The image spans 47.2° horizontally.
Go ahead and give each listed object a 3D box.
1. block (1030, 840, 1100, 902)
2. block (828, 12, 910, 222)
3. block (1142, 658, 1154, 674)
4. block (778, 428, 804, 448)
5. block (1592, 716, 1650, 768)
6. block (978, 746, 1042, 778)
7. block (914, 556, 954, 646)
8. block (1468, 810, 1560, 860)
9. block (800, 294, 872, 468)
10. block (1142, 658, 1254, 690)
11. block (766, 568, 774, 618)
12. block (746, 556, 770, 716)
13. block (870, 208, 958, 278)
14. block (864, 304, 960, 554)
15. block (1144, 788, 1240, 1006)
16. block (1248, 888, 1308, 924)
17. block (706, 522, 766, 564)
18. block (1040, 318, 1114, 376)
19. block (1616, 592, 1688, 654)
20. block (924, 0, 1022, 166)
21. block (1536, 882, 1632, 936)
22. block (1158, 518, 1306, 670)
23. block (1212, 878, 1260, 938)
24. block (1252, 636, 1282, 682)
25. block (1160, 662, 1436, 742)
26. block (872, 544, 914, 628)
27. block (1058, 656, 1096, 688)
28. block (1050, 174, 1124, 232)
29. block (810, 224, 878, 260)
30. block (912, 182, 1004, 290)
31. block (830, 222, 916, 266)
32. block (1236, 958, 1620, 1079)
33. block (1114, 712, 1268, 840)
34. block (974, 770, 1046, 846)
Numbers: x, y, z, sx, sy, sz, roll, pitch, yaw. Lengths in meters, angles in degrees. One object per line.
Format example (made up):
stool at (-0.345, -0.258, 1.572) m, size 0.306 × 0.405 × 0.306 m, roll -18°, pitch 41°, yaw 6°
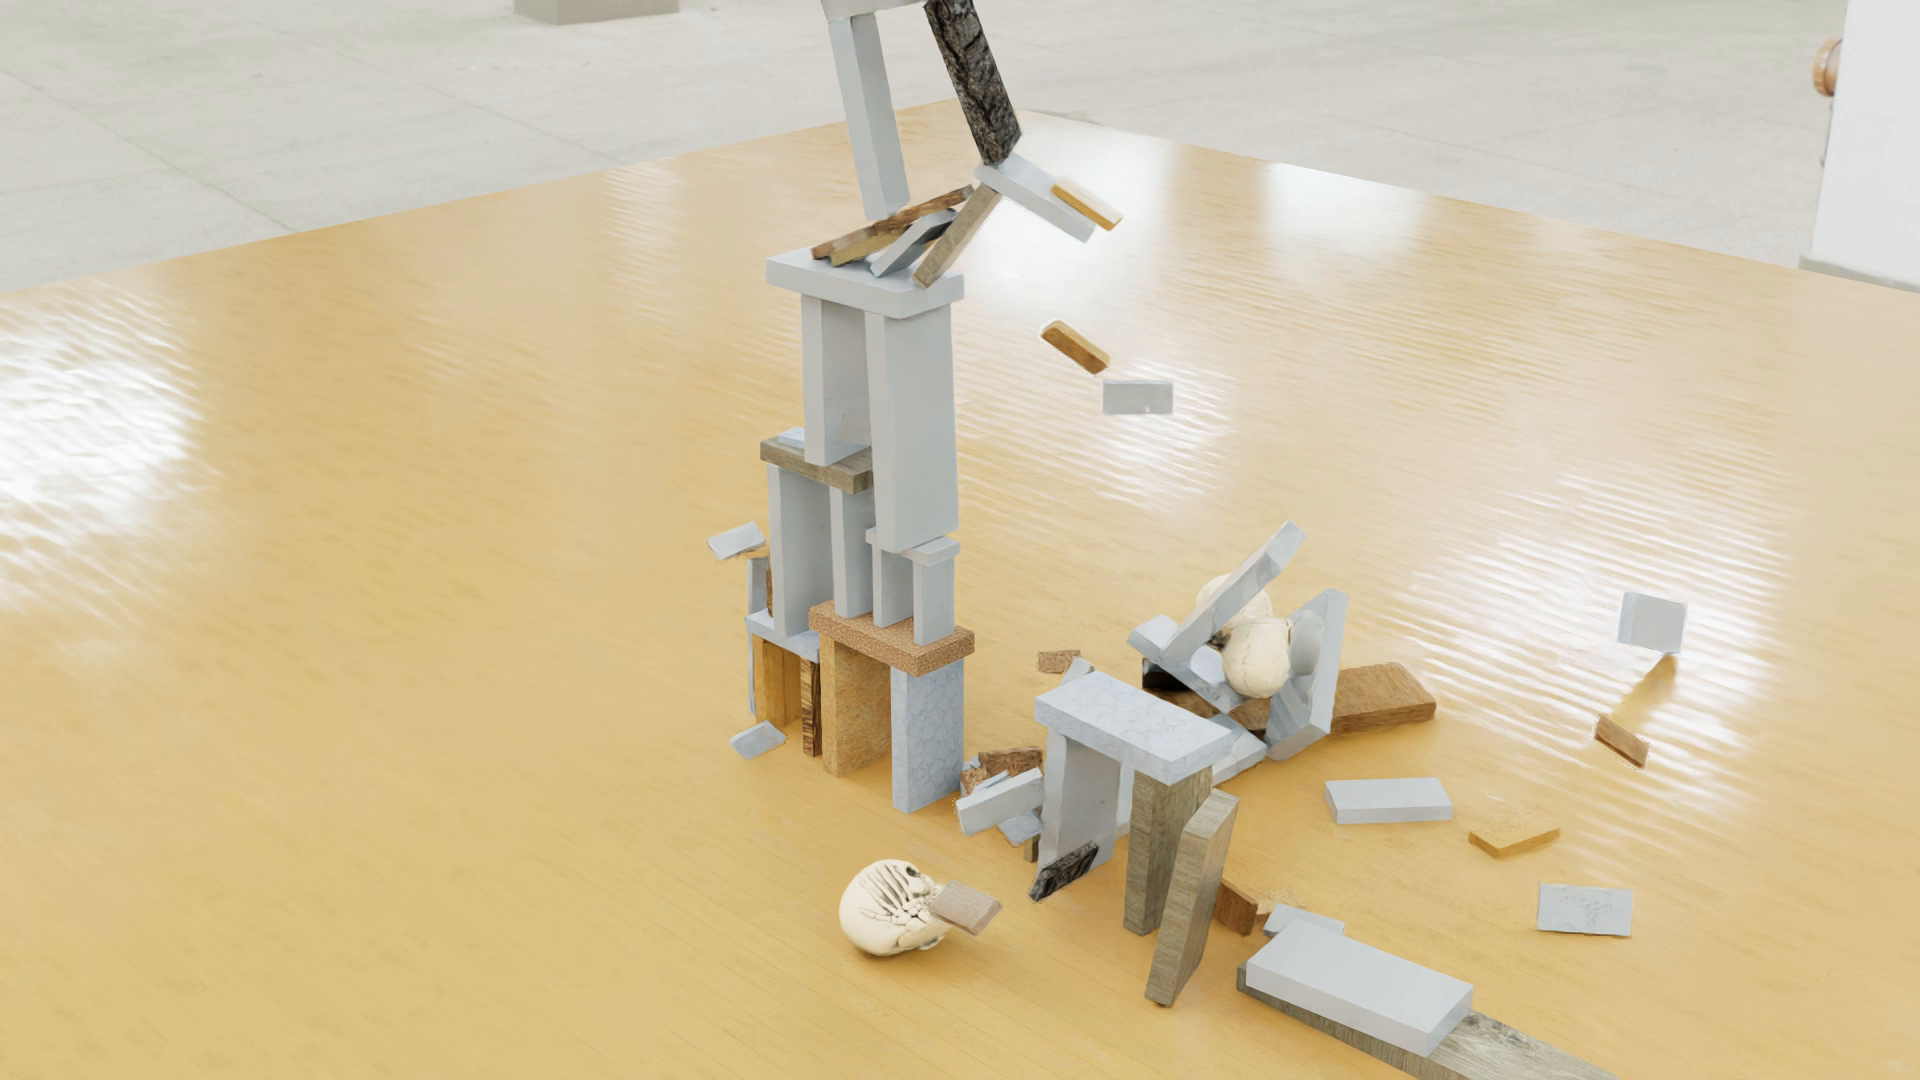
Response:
block at (0.191, 0.605, 4.018) m, size 0.142 × 0.071 × 0.020 m, roll -23°, pitch 56°, yaw -43°
block at (-0.165, -0.784, 4.044) m, size 0.042 × 0.366 × 0.149 m, roll -5°, pitch 20°, yaw 18°
block at (0.429, 0.247, 4.804) m, size 0.013 × 0.046 × 0.093 m, roll 31°, pitch 50°, yaw 14°
block at (-0.307, -0.203, 4.467) m, size 0.116 × 0.016 × 0.058 m, roll 16°, pitch 27°, yaw 33°
block at (1.178, 0.360, 3.915) m, size 0.104 × 0.013 × 0.046 m, roll 33°, pitch 52°, yaw -5°
block at (0.104, 0.467, 4.575) m, size 0.131 × 0.066 × 0.019 m, roll -5°, pitch 24°, yaw -12°
block at (-0.051, 0.113, 4.334) m, size 0.025 × 0.176 × 0.088 m, roll 21°, pitch 31°, yaw 40°
block at (1.098, 0.583, 4.357) m, size 0.165 × 0.023 × 0.082 m, roll -13°, pitch 26°, yaw -27°
block at (-0.236, -0.342, 4.359) m, size 0.050 × 0.356 × 0.178 m, roll 15°, pitch 27°, yaw 32°
block at (0.530, 0.302, 4.910) m, size 0.246 × 0.034 × 0.119 m, roll 2°, pitch -22°, yaw 6°
block at (-0.387, 0.107, 4.700) m, size 0.054 × 0.108 × 0.015 m, roll -21°, pitch 31°, yaw -41°
block at (-0.436, 0.207, 4.797) m, size 0.015 × 0.370 × 0.054 m, roll 22°, pitch 31°, yaw 40°
block at (-0.084, -0.553, 4.090) m, size 0.089 × 0.025 × 0.178 m, roll -25°, pitch -8°, yaw -44°
block at (-0.089, -0.225, 4.231) m, size 0.050 × 0.474 × 0.178 m, roll 17°, pitch 28°, yaw 41°
block at (0.405, 0.624, 3.836) m, size 0.049 × 0.343 × 0.171 m, roll 18°, pitch 25°, yaw 19°
block at (0.574, 0.686, 4.118) m, size 0.135 × 0.019 × 0.067 m, roll -7°, pitch 24°, yaw -16°
block at (-0.485, 0.005, 4.761) m, size 0.116 × 0.016 × 0.058 m, roll -23°, pitch 62°, yaw -26°
block at (0.217, -0.360, 4.108) m, size 0.131 × 0.018 × 0.065 m, roll 35°, pitch -22°, yaw -13°
block at (1.590, 0.191, 5.049) m, size 0.235 × 0.117 × 0.033 m, roll 11°, pitch -2°, yaw -44°
block at (0.025, -0.830, 3.905) m, size 0.042 × 0.298 × 0.149 m, roll -14°, pitch 23°, yaw 21°
block at (1.149, 0.680, 4.049) m, size 0.165 × 0.082 × 0.023 m, roll 3°, pitch 6°, yaw 7°
block at (0.559, 0.114, 4.520) m, size 0.049 × 0.347 × 0.174 m, roll 43°, pitch 34°, yaw 1°
block at (0.497, 0.674, 4.082) m, size 0.019 × 0.068 × 0.135 m, roll 0°, pitch 19°, yaw -35°
block at (0.746, 0.272, 4.963) m, size 0.033 × 0.117 × 0.235 m, roll 5°, pitch 21°, yaw 43°
block at (0.655, 0.379, 4.784) m, size 0.754 × 0.049 × 0.174 m, roll -7°, pitch 29°, yaw -16°
block at (-0.134, 0.081, 4.410) m, size 0.025 × 0.176 × 0.088 m, roll 21°, pitch 31°, yaw 41°
block at (0.241, 0.333, 4.426) m, size 0.037 × 0.132 × 0.264 m, roll 26°, pitch -10°, yaw 20°
block at (0.230, -0.609, 3.978) m, size 0.131 × 0.018 × 0.065 m, roll 35°, pitch 31°, yaw 4°
block at (-0.206, -0.575, 4.211) m, size 0.158 × 0.022 × 0.079 m, roll -13°, pitch 9°, yaw 45°
block at (0.007, -0.573, 4.043) m, size 0.034 × 0.238 × 0.119 m, roll 40°, pitch 30°, yaw 1°
block at (-0.153, -0.562, 4.163) m, size 0.178 × 0.025 × 0.089 m, roll -14°, pitch 7°, yaw 43°
block at (0.781, 0.834, 3.732) m, size 0.644 × 0.049 × 0.171 m, roll 20°, pitch 30°, yaw 39°
block at (0.425, 0.482, 4.504) m, size 0.460 × 0.037 × 0.132 m, roll -22°, pitch 45°, yaw -36°
block at (0.094, 0.502, 4.108) m, size 0.071 × 0.142 × 0.020 m, roll -30°, pitch 23°, yaw 16°
